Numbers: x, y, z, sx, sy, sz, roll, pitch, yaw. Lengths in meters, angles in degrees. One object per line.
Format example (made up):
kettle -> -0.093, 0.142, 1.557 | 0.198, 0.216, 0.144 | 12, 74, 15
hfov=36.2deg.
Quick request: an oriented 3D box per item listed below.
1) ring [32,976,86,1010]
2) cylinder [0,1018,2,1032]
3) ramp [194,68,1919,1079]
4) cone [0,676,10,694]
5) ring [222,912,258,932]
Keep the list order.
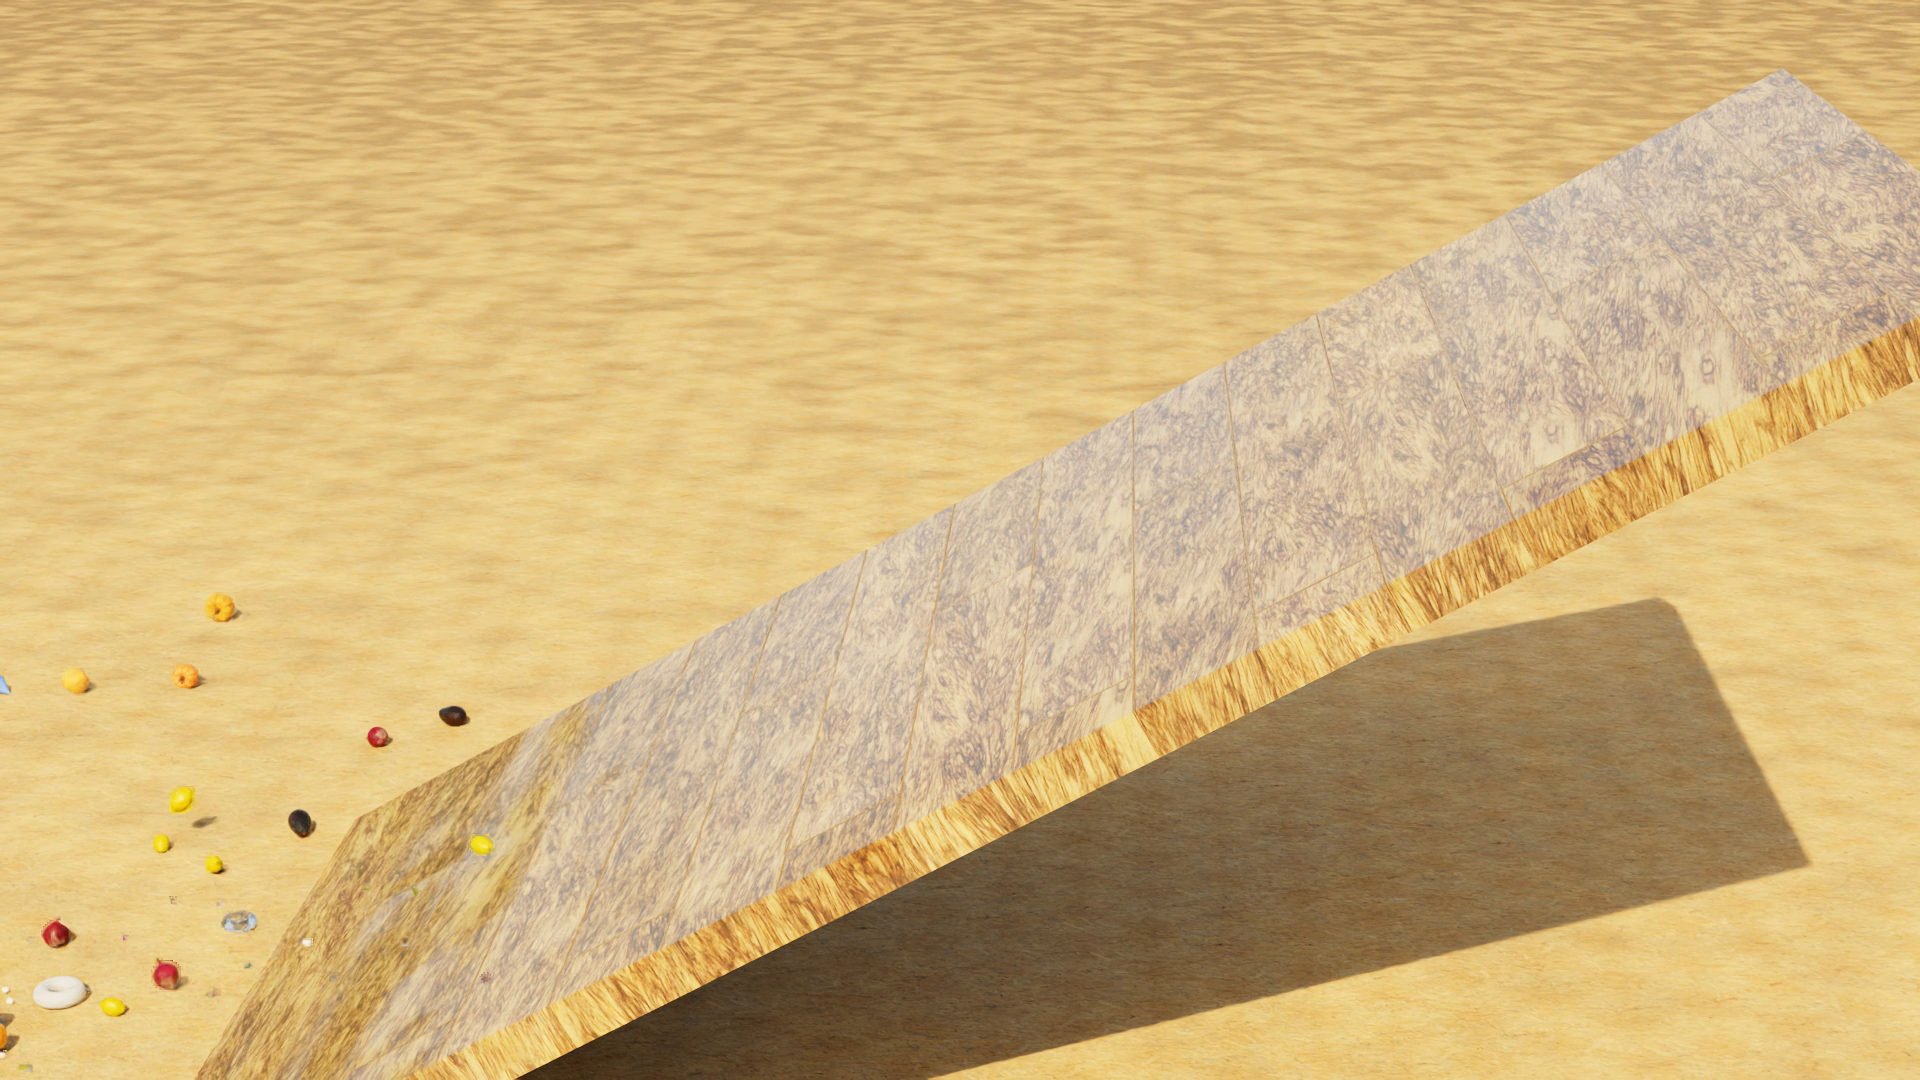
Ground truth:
ring -> -2.092, 1.051, 6.833 | 0.121, 0.040, 0.121 | 1, 19, 0
cylinder -> -2.210, 1.090, 6.681 | 0.060, 0.060, 0.060 | 0, 18, 0
ramp -> 0.142, 0.167, 6.283 | 4.000, 0.100, 2.000 | -28, 15, 11
cone -> -2.831, 0.442, 8.710 | 0.057, 0.057, 0.057 | 34, 28, 13
ring -> -1.765, 0.935, 7.203 | 0.088, 0.029, 0.088 | -1, 18, 0
